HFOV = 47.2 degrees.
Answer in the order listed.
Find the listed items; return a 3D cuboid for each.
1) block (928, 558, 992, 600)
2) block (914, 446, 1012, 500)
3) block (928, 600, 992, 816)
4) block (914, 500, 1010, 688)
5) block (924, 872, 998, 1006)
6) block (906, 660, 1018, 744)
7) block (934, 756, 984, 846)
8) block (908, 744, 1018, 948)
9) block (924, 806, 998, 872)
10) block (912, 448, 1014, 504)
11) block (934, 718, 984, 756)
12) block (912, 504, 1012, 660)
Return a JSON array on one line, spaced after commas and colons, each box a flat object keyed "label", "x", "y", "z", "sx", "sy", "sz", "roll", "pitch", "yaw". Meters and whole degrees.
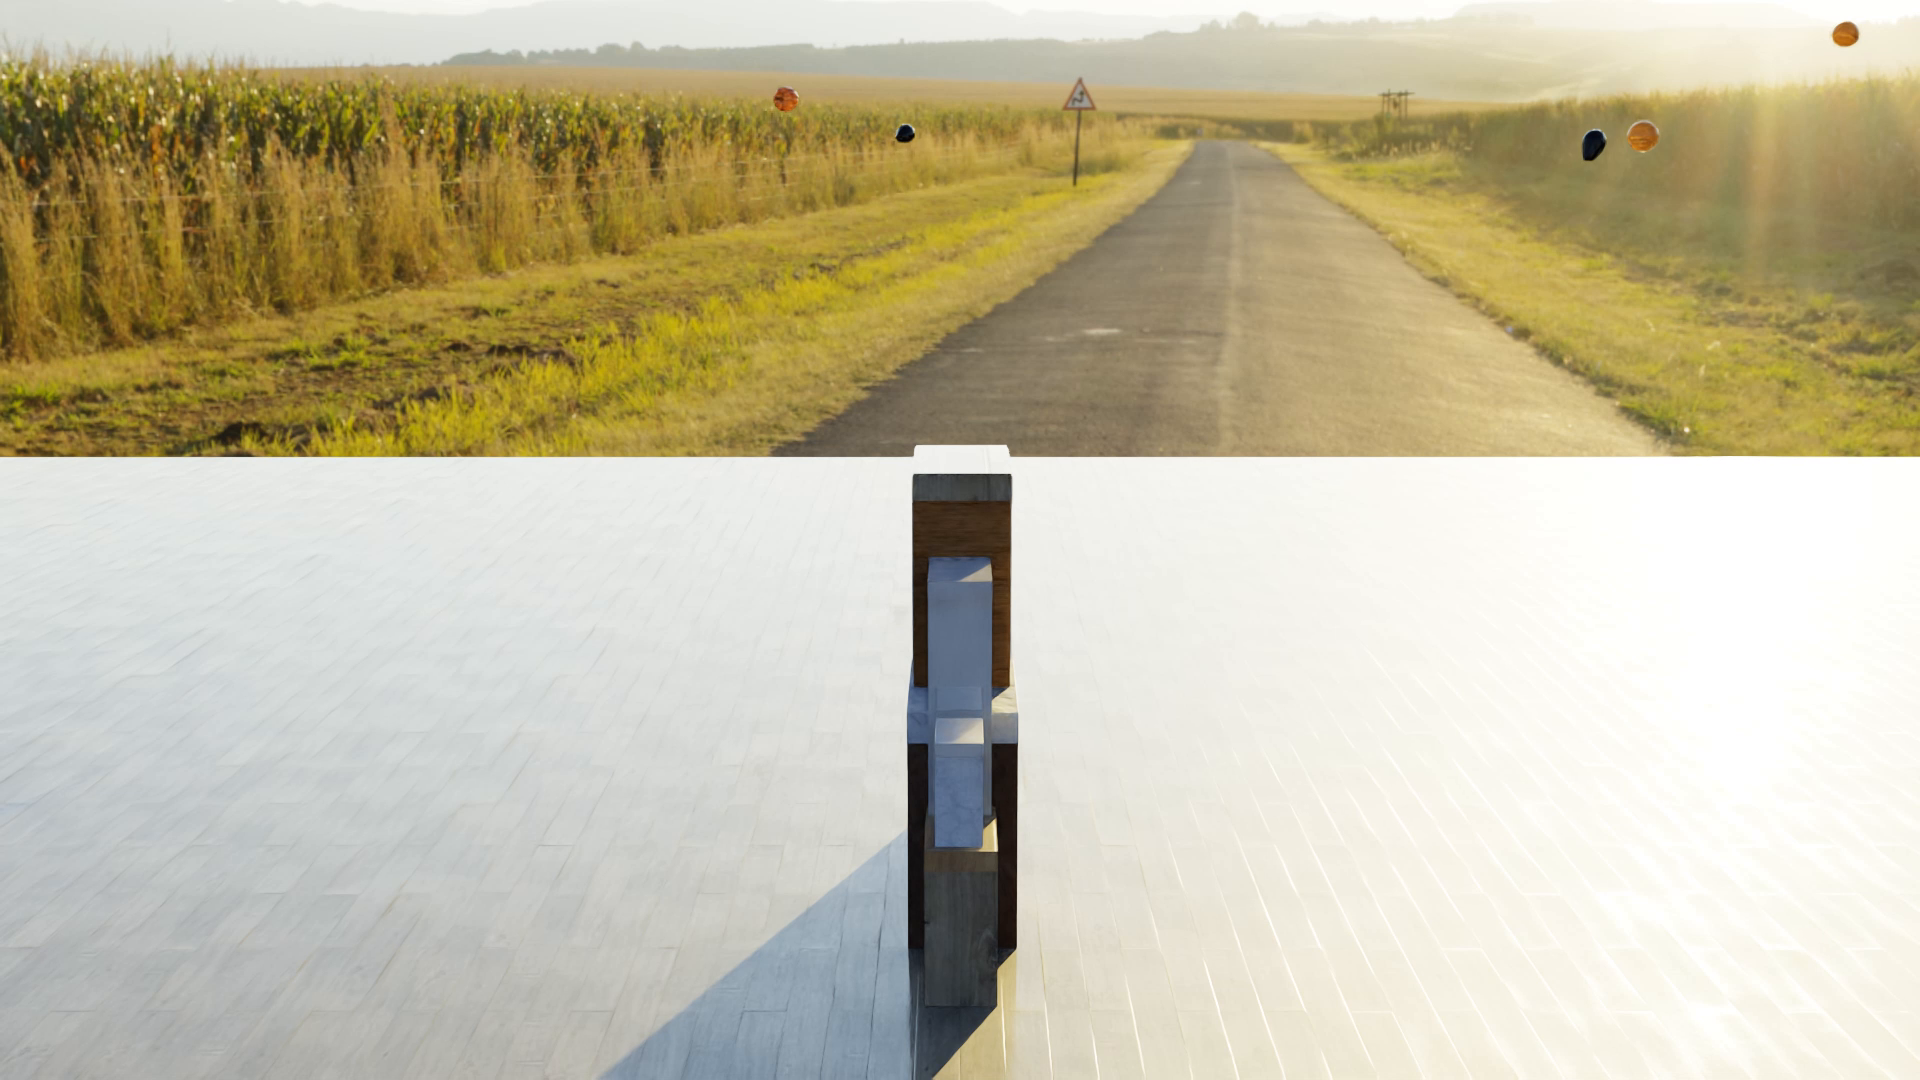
[{"label": "block", "x": 0.000, "y": 0.057, "z": 3.310, "sx": 0.094, "sy": 0.027, "sz": 0.189, "roll": 0, "pitch": 11, "yaw": 0}, {"label": "block", "x": 0.003, "y": -0.109, "z": 3.535, "sx": 0.152, "sy": 0.043, "sz": 0.303, "roll": 0, "pitch": 11, "yaw": 0}, {"label": "block", "x": 0.000, "y": 0.246, "z": 3.281, "sx": 0.094, "sy": 0.335, "sz": 0.027, "roll": 0, "pitch": 11, "yaw": 0}, {"label": "block", "x": 0.003, "y": 0.079, "z": 3.467, "sx": 0.152, "sy": 0.303, "sz": 0.043, "roll": 0, "pitch": 11, "yaw": 0}, {"label": "block", "x": 0.002, "y": 0.571, "z": 3.193, "sx": 0.106, "sy": 0.212, "sz": 0.030, "roll": 0, "pitch": 11, "yaw": 0}, {"label": "block", "x": 0.004, "y": 0.253, "z": 3.491, "sx": 0.170, "sy": 0.048, "sz": 0.339, "roll": 0, "pitch": 11, "yaw": 0}, {"label": "block", "x": -0.001, "y": 0.371, "z": 3.151, "sx": 0.069, "sy": 0.138, "sz": 0.020, "roll": 0, "pitch": 11, "yaw": 0}, {"label": "block", "x": 0.004, "y": 0.465, "z": 3.415, "sx": 0.170, "sy": 0.339, "sz": 0.048, "roll": 0, "pitch": 11, "yaw": 0}, {"label": "block", "x": 0.002, "y": 0.439, "z": 3.241, "sx": 0.106, "sy": 0.030, "sz": 0.211, "roll": 0, "pitch": 11, "yaw": 0}, {"label": "block", "x": 0.003, "y": -0.114, "z": 3.867, "sx": 0.171, "sy": 0.048, "sz": 0.341, "roll": 0, "pitch": 11, "yaw": 0}, {"label": "block", "x": -0.001, "y": 0.285, "z": 3.181, "sx": 0.069, "sy": 0.020, "sz": 0.138, "roll": 0, "pitch": 11, "yaw": 0}, {"label": "block", "x": 0.003, "y": 0.098, "z": 3.790, "sx": 0.171, "sy": 0.341, "sz": 0.048, "roll": 0, "pitch": 11, "yaw": 0}]
